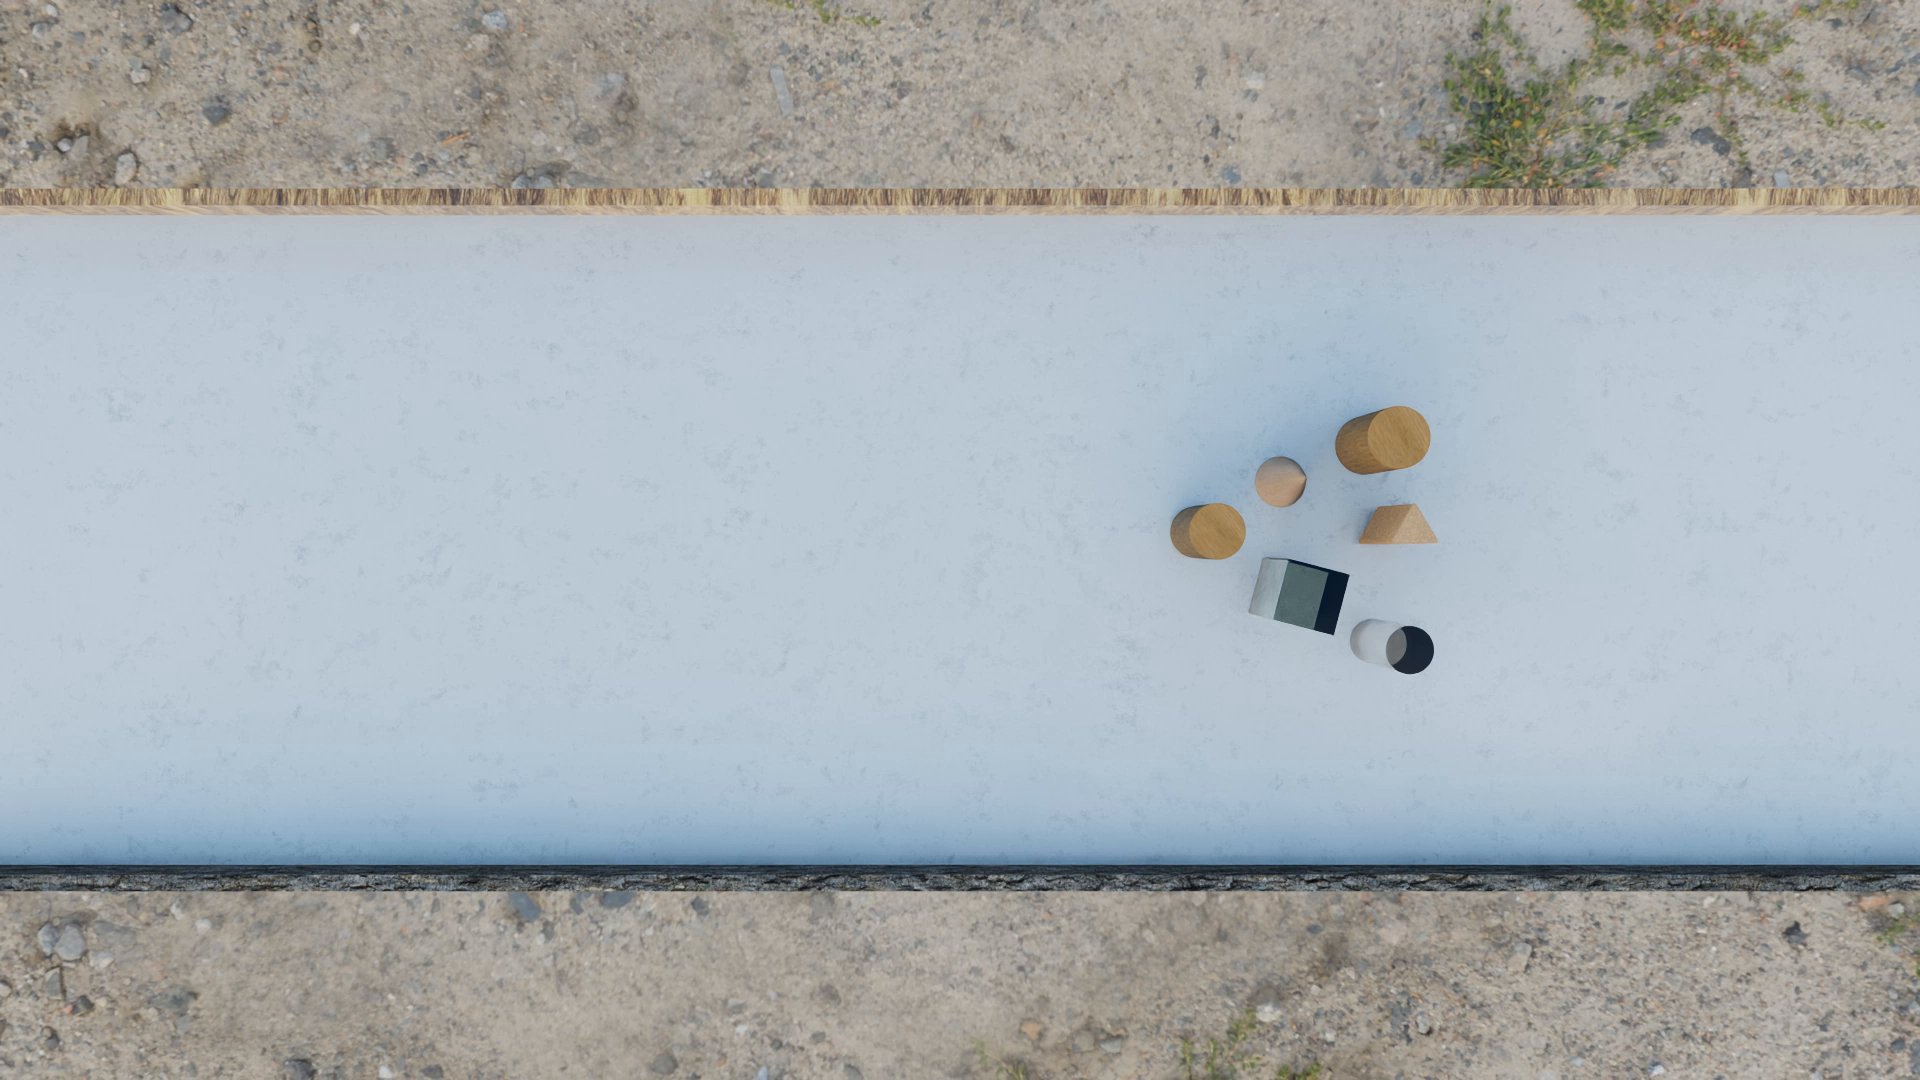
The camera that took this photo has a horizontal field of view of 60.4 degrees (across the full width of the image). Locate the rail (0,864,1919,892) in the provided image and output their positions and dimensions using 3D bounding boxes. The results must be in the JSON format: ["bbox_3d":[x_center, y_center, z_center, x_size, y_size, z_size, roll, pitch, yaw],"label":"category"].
[{"bbox_3d":[-2.247,1.025,5.001,12.000,0.150,0.050,0,90,0],"label":"rail"}]

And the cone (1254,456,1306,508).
[{"bbox_3d":[0.986,-0.179,4.881,0.158,0.391,0.158,0,90,0],"label":"cone"}]

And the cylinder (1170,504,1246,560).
[{"bbox_3d":[0.727,-0.024,4.866,0.161,0.421,0.161,0,90,0],"label":"cylinder"}]

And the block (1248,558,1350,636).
[{"bbox_3d":[0.996,0.162,4.875,0.179,0.404,0.179,15,90,0],"label":"block"}]

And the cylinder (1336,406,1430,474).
[{"bbox_3d":[1.244,-0.291,4.875,0.180,0.404,0.180,0,90,0],"label":"cylinder"}]

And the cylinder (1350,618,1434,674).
[{"bbox_3d":[1.268,0.311,4.863,0.137,0.427,0.137,0,90,0],"label":"cylinder"}]

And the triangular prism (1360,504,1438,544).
[{"bbox_3d":[1.291,-0.048,4.878,0.129,0.397,0.111,-1,90,0],"label":"triangular prism"}]

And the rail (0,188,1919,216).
[{"bbox_3d":[-2.247,-1.025,5.002,12.000,0.150,0.050,0,90,0],"label":"rail"}]
